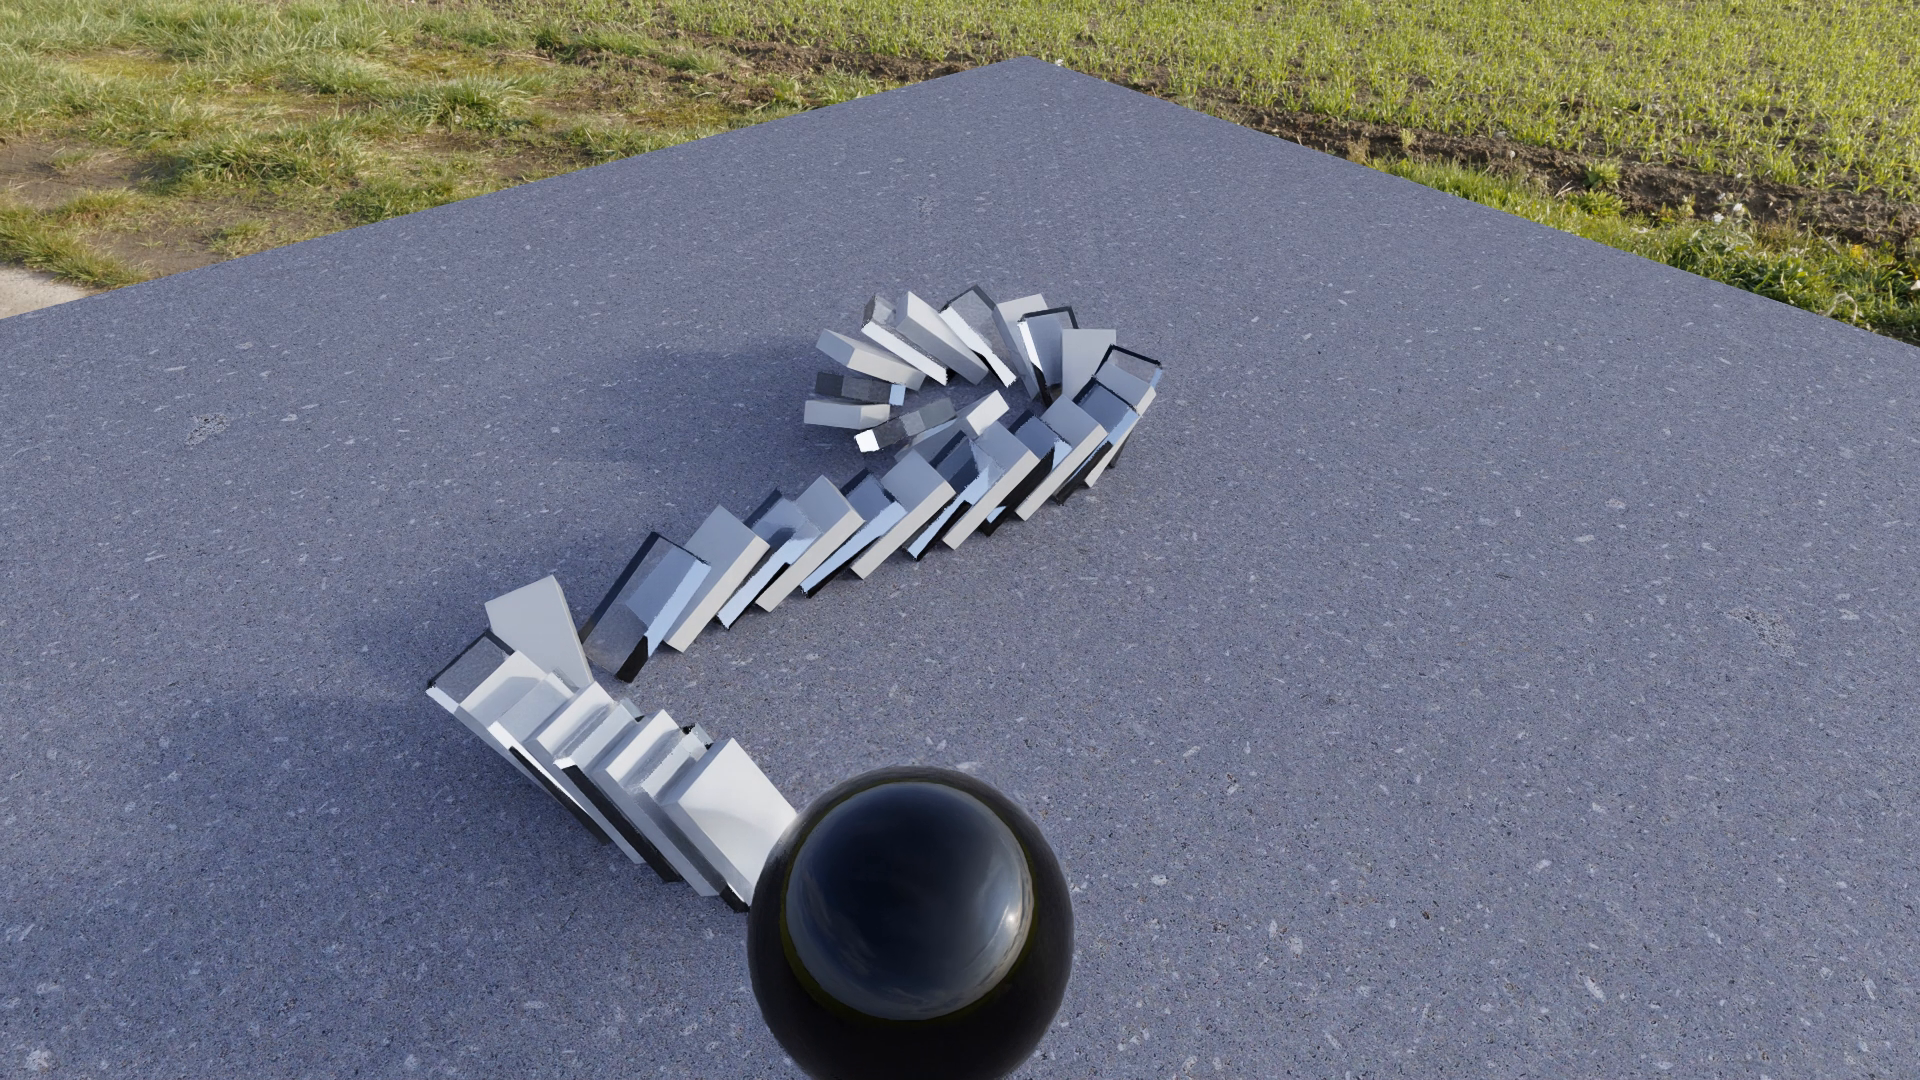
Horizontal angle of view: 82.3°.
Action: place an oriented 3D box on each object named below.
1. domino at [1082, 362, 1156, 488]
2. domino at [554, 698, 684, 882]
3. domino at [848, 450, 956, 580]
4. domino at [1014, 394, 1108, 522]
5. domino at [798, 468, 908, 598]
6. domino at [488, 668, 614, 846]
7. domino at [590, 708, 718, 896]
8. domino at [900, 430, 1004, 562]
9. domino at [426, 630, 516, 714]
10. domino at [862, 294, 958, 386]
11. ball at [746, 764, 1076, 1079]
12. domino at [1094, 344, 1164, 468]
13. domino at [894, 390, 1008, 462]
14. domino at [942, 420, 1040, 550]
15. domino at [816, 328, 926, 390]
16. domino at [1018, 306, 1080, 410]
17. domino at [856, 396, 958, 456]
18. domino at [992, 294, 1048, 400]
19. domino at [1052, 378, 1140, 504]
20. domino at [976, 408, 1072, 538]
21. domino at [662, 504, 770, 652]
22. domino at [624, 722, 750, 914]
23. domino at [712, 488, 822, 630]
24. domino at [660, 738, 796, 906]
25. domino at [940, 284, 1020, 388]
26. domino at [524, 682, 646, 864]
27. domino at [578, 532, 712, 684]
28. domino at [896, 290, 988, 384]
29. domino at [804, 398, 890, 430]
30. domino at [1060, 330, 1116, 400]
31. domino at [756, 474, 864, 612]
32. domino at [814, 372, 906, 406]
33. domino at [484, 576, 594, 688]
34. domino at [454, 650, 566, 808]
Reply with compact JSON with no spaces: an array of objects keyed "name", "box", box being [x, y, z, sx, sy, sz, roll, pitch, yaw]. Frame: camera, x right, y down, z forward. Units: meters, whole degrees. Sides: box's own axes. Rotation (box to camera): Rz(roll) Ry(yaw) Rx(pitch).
[{"name":"domino","box":[0.060,-0.051,0.481,0.025,0.009,0.050,34,88,29]},{"name":"domino","box":[-0.093,0.074,0.325,0.010,0.050,0.025,-21,21,42]},{"name":"domino","box":[-0.028,-0.011,0.437,0.050,0.009,0.025,-43,49,-1]},{"name":"domino","box":[0.035,-0.035,0.463,0.050,0.009,0.025,-47,52,3]},{"name":"domino","box":[-0.048,-0.003,0.429,0.050,0.009,0.025,-42,49,-3]},{"name":"domino","box":[-0.116,0.066,0.338,0.050,0.010,0.025,49,46,-10]},{"name":"domino","box":[-0.081,0.077,0.322,0.010,0.050,0.025,-21,21,42]},{"name":"domino","box":[-0.008,-0.018,0.444,0.050,0.009,0.025,-46,49,3]},{"name":"domino","box":[-0.143,0.055,0.356,0.050,0.010,0.025,40,47,-4]},{"name":"domino","box":[-0.024,-0.099,0.541,0.050,0.009,0.025,30,33,-23]},{"name":"ball","box":[-0.012,0.096,0.271,0.080,0.080,0.080,0,39,0]},{"name":"domino","box":[0.068,-0.060,0.493,0.025,0.010,0.050,26,85,23]},{"name":"domino","box":[-0.004,-0.046,0.476,0.050,0.009,0.025,-22,17,46]},{"name":"domino","box":[0.006,-0.023,0.449,0.050,0.009,0.025,-46,49,3]},{"name":"domino","box":[-0.042,-0.086,0.527,0.025,0.010,0.050,36,16,36]},{"name":"domino","box":[0.048,-0.086,0.527,0.025,0.009,0.050,-13,76,-16]},{"name":"domino","box":[-0.024,-0.049,0.481,0.025,0.010,0.050,-24,6,-27]},{"name":"domino","box":[0.038,-0.095,0.540,0.025,0.010,0.050,-18,74,-21]},{"name":"domino","box":[0.050,-0.043,0.471,0.050,0.010,0.025,-49,58,2]},{"name":"domino","box":[0.020,-0.028,0.456,0.050,0.009,0.025,-47,49,3]},{"name":"domino","box":[-0.096,0.014,0.406,0.025,0.009,0.050,35,83,35]},{"name":"domino","box":[-0.070,0.080,0.317,0.010,0.050,0.025,-21,21,42]},{"name":"domino","box":[-0.078,0.007,0.414,0.050,0.010,0.025,-46,49,-1]},{"name":"domino","box":[-0.059,0.084,0.313,0.010,0.050,0.025,-21,21,42]},{"name":"domino","box":[0.016,-0.102,0.547,0.050,0.010,0.025,48,51,2]},{"name":"domino","box":[-0.104,0.070,0.331,0.010,0.050,0.025,-23,21,42]},{"name":"domino","box":[-0.115,0.024,0.396,0.025,0.009,0.050,25,75,28]},{"name":"domino","box":[-0.009,-0.099,0.541,0.050,0.009,0.025,32,32,-24]},{"name":"domino","box":[-0.050,-0.057,0.494,0.025,0.009,0.050,8,10,9]},{"name":"domino","box":[0.060,-0.073,0.513,0.025,0.009,0.050,1,73,1]},{"name":"domino","box":[-0.063,0.001,0.421,0.050,0.010,0.025,-44,49,1]},{"name":"domino","box":[-0.045,-0.070,0.508,0.025,0.009,0.050,12,8,14]},{"name":"domino","box":[-0.147,0.038,0.385,0.025,0.010,0.050,-24,58,-13]},{"name":"domino","box":[-0.130,0.061,0.346,0.050,0.009,0.025,43,47,-7]}]
